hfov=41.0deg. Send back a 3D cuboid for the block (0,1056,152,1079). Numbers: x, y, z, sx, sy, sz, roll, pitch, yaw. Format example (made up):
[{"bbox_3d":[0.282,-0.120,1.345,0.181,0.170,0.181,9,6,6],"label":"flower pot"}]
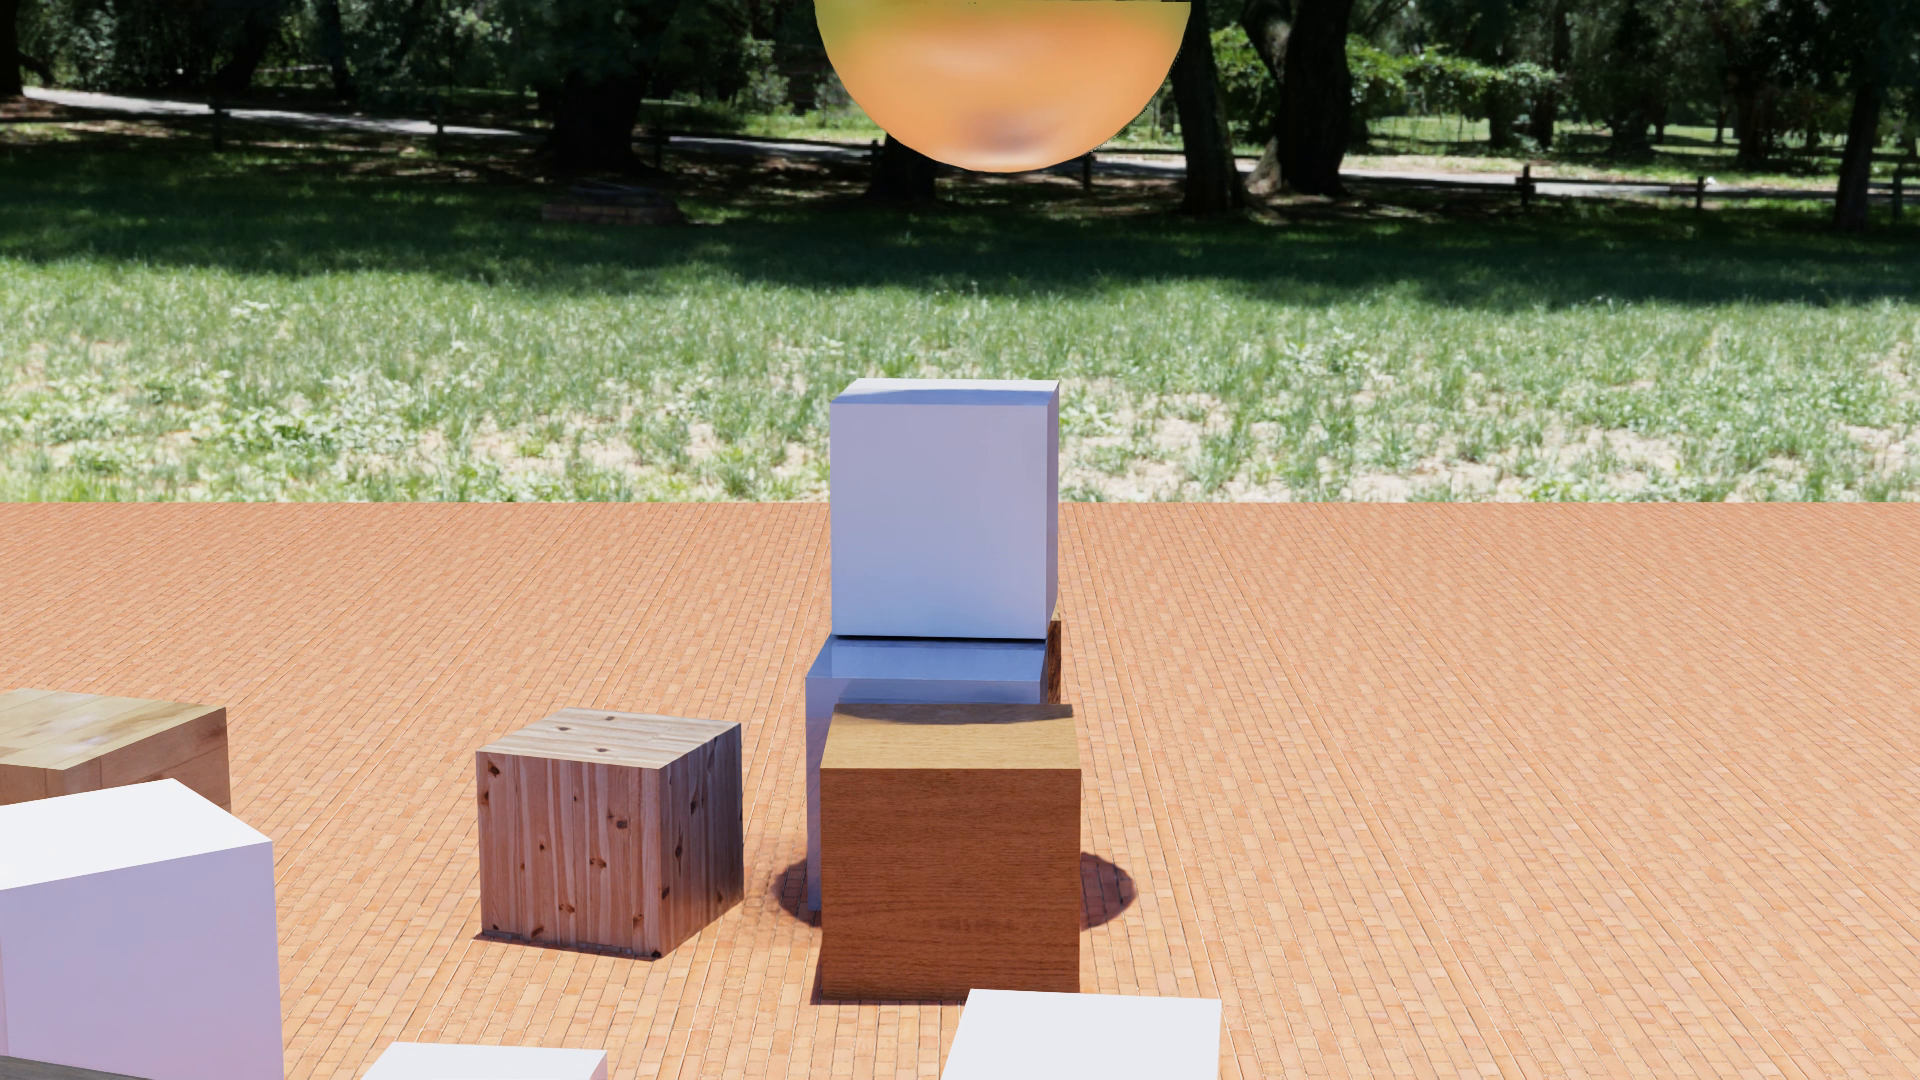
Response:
[{"bbox_3d":[-2.429,1.913,6.483,0.722,0.917,0.787,4,11,20],"label":"block"}]

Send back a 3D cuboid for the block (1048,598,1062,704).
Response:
[{"bbox_3d":[-0.010,0.786,12.329,0.948,1.043,1.065,0,10,0],"label":"block"}]

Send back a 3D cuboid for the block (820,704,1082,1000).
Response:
[{"bbox_3d":[-0.031,1.224,10.260,0.986,0.920,1.010,0,10,1],"label":"block"}]

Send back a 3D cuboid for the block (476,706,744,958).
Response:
[{"bbox_3d":[-1.452,1.204,10.749,0.828,0.786,0.789,4,11,19],"label":"block"}]

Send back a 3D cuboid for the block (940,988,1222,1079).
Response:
[{"bbox_3d":[0.354,1.829,7.375,0.759,0.762,0.918,1,10,7],"label":"block"}]

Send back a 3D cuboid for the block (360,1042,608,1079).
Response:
[{"bbox_3d":[-1.393,1.881,7.346,0.649,0.670,0.616,1,10,6],"label":"block"}]

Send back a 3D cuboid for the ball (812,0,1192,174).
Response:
[{"bbox_3d":[0.177,-2.346,10.754,1.600,1.600,1.600,0,10,0],"label":"ball"}]

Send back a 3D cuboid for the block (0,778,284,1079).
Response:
[{"bbox_3d":[-2.912,1.467,8.693,0.889,1.004,0.947,-7,13,-36],"label":"block"}]

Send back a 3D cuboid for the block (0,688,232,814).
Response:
[{"bbox_3d":[-3.765,1.191,10.588,1.040,0.869,1.061,3,11,18],"label":"block"}]

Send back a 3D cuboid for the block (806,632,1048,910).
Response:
[{"bbox_3d":[-0.124,0.996,11.247,0.981,1.016,0.948,1,10,4],"label":"block"}]

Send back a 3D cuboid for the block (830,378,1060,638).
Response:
[{"bbox_3d":[-0.053,-0.165,11.746,0.956,1.036,0.943,1,10,5],"label":"block"}]
